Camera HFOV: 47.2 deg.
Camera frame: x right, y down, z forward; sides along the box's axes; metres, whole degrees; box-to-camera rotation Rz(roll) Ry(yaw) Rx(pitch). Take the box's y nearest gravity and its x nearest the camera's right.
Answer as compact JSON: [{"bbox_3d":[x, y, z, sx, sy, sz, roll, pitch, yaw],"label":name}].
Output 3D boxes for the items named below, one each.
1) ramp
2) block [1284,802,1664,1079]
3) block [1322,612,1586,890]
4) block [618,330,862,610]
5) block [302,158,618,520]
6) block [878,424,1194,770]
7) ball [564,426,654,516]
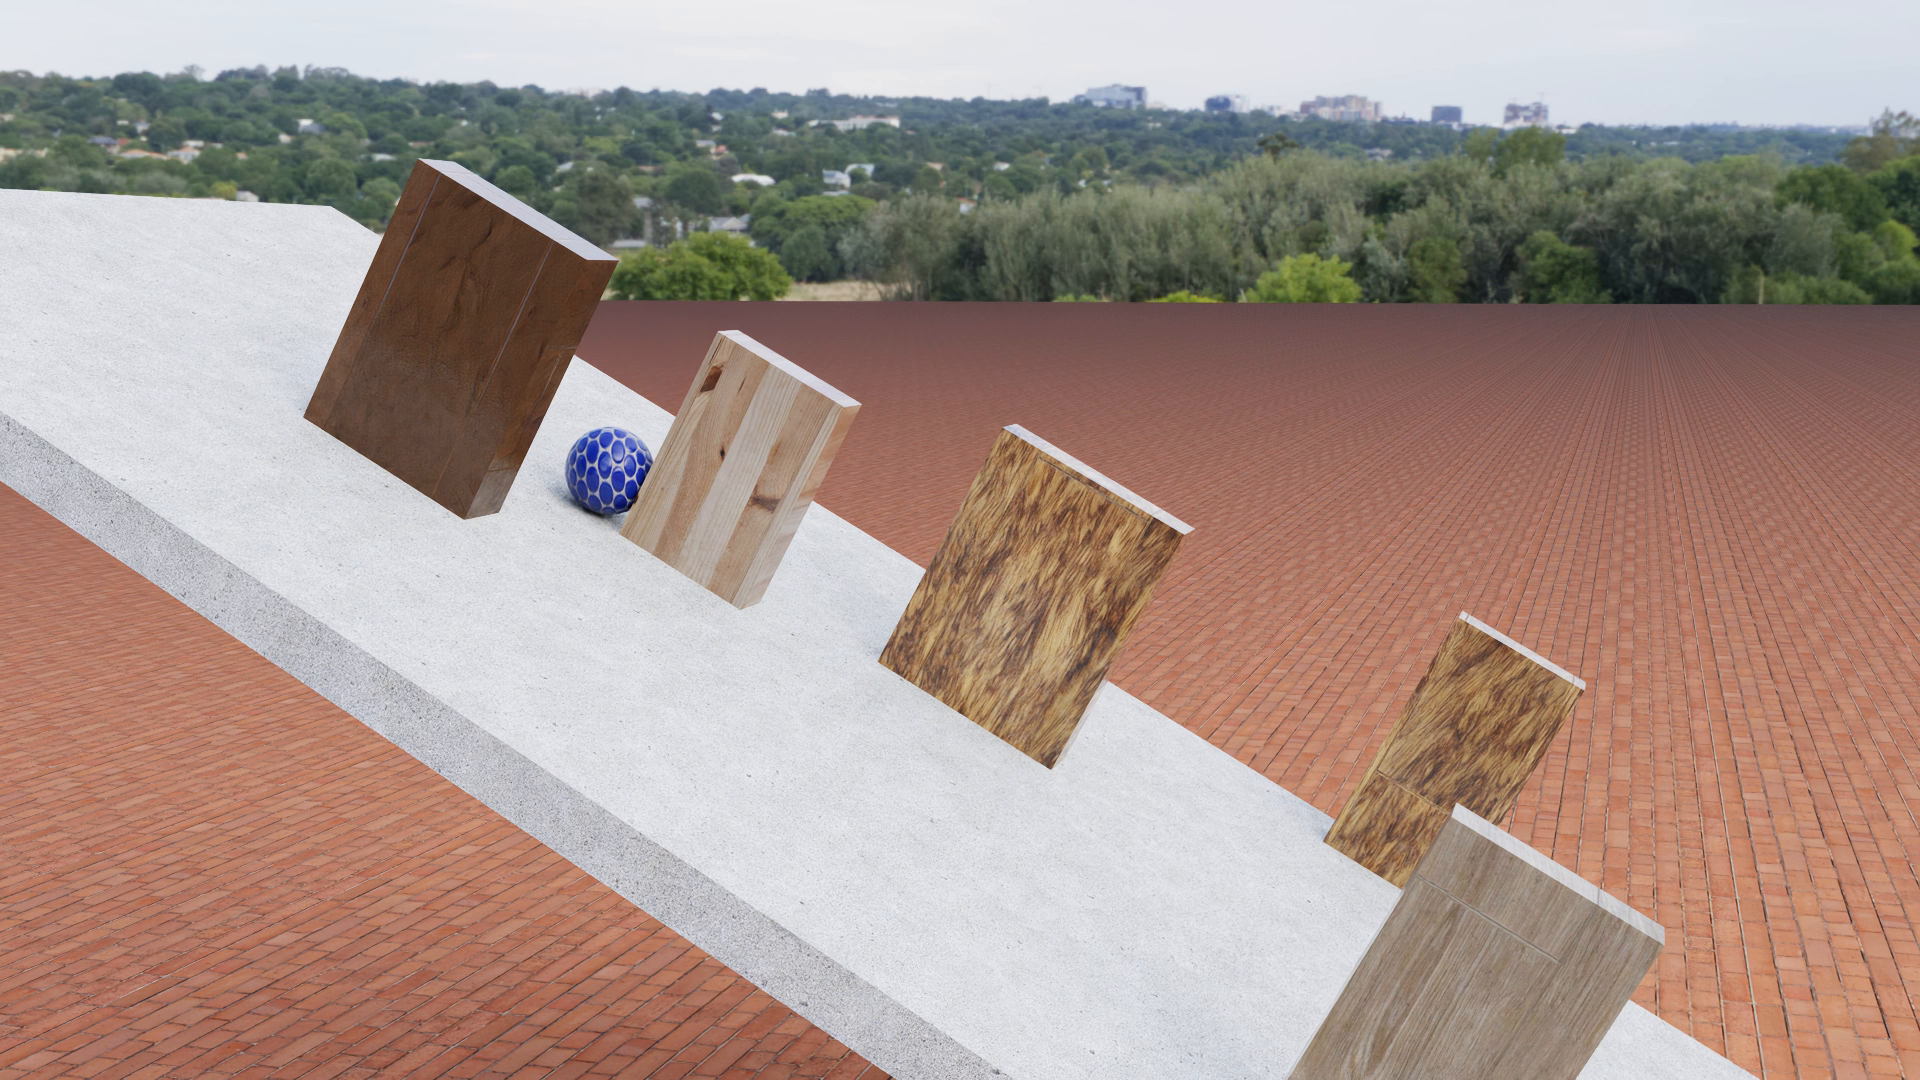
[{"bbox_3d":[-0.206,0.341,4.139,4.000,0.100,2.000,31,14,11],"label":"ramp"},{"bbox_3d":[0.688,0.712,3.104,0.325,0.595,0.086,31,14,11],"label":"block"},{"bbox_3d":[1.045,0.473,4.662,0.292,0.569,0.096,31,14,11],"label":"block"},{"bbox_3d":[-0.428,-0.137,4.265,0.292,0.451,0.098,31,14,11],"label":"block"},{"bbox_3d":[-0.910,-0.364,3.994,0.373,0.530,0.127,31,14,11],"label":"block"},{"bbox_3d":[0.144,0.110,4.303,0.408,0.537,0.101,31,14,11],"label":"block"},{"bbox_3d":[-0.690,-0.136,4.336,0.175,0.175,0.175,0,7,0],"label":"ball"}]
